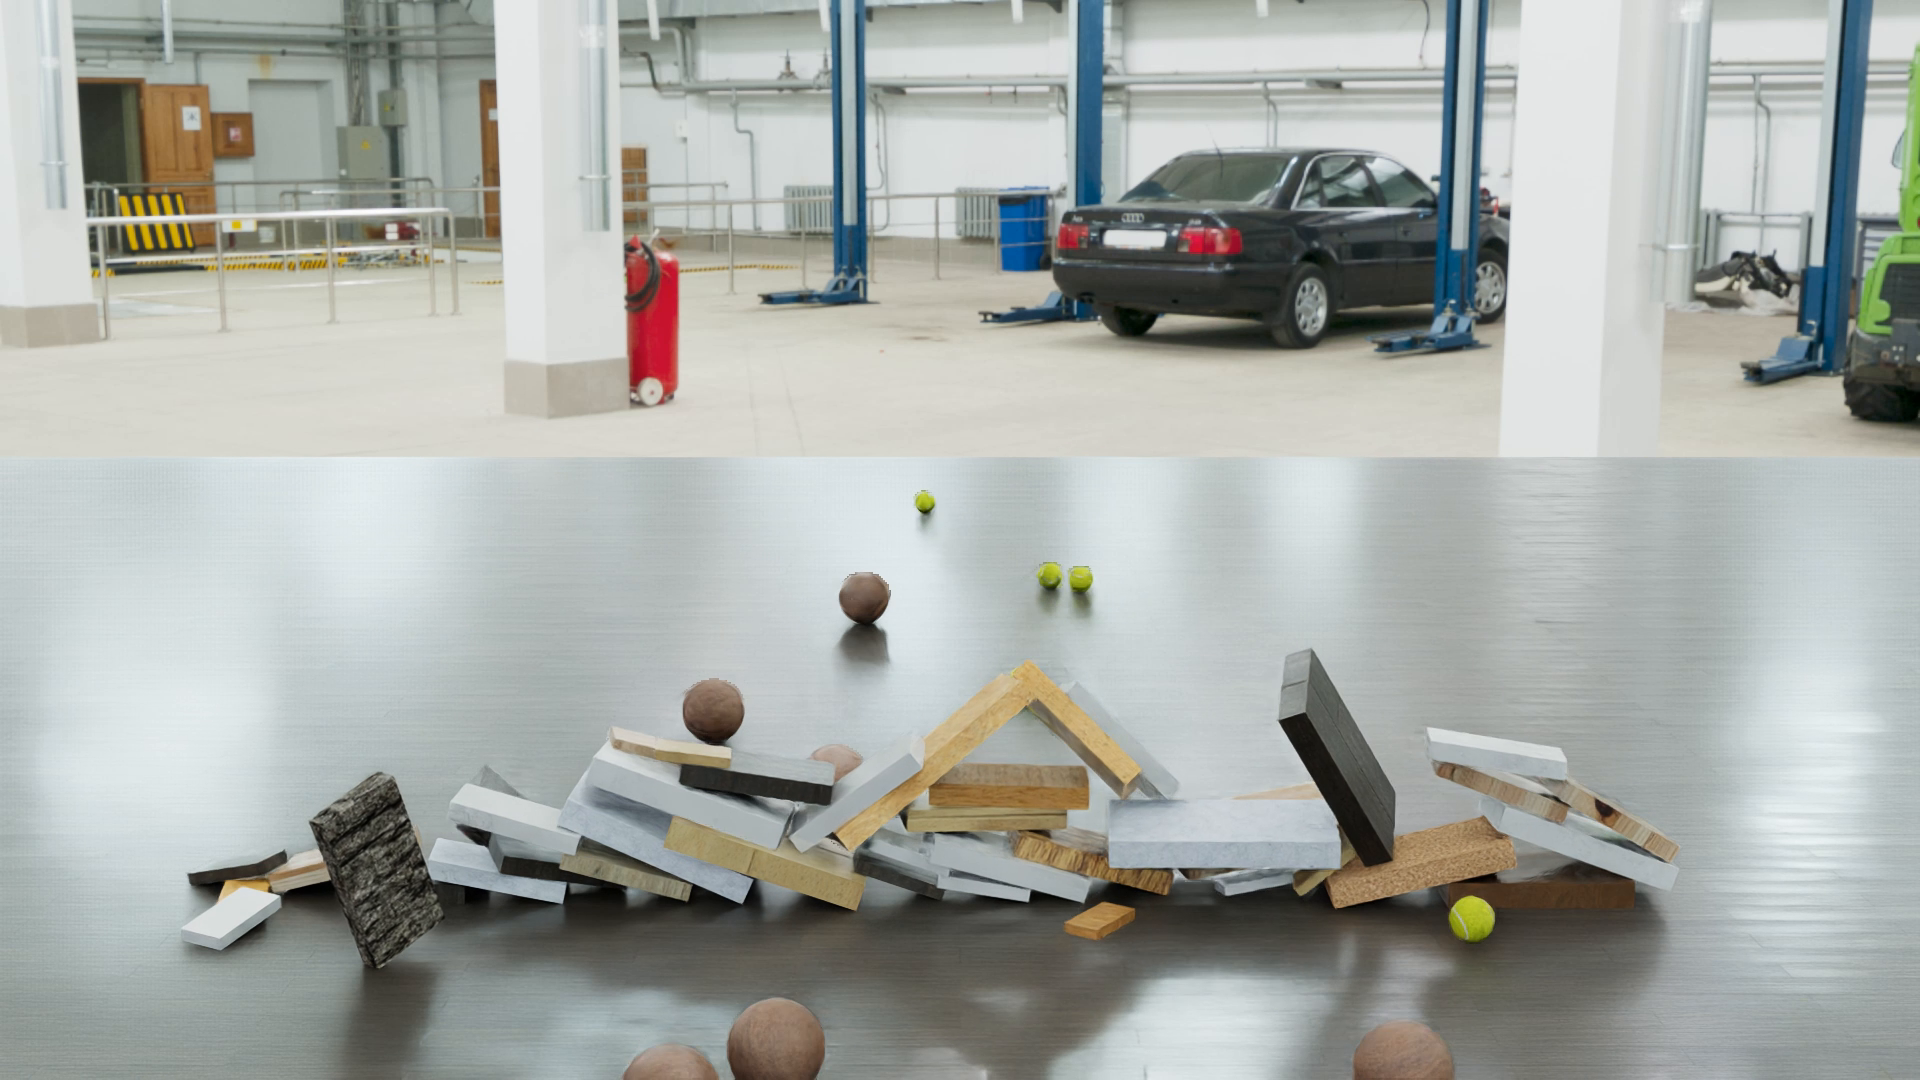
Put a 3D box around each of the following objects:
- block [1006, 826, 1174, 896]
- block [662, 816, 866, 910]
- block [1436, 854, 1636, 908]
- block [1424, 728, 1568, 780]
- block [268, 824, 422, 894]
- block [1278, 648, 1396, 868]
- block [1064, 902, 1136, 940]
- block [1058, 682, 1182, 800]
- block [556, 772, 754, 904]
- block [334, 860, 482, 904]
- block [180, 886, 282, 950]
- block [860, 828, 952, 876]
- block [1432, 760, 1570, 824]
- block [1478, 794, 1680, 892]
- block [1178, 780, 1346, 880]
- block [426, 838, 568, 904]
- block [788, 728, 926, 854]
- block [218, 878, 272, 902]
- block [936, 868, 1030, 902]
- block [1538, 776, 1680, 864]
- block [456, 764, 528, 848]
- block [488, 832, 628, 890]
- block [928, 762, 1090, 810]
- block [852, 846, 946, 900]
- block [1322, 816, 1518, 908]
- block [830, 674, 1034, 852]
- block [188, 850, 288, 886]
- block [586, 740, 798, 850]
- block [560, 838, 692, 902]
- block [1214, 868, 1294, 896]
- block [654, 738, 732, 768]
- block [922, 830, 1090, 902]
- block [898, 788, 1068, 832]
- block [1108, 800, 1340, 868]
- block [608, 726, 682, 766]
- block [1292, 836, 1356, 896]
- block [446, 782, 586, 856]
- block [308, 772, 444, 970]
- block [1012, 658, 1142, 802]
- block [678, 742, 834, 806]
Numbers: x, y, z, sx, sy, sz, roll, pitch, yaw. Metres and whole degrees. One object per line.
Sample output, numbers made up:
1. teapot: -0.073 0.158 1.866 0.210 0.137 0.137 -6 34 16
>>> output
1. block: 0.218 0.527 3.704 0.268 0.038 0.134 15 9 -7
2. block: -0.318 0.515 3.654 0.331 0.047 0.166 19 10 -3
3. block: 0.951 0.568 3.670 0.303 0.043 0.152 0 11 0
4. block: 0.884 0.353 3.635 0.221 0.031 0.110 9 8 8
5. block: -1.031 0.536 3.694 0.227 0.032 0.113 -14 8 9
6. block: 0.621 0.358 3.608 0.047 0.335 0.167 -20 28 25
7. block: 0.224 0.609 3.519 0.060 0.017 0.120 7 13 34
8. block: 0.263 0.344 3.764 0.035 0.249 0.125 -46 2 -11
9. block: -0.498 0.496 3.682 0.331 0.047 0.166 24 10 -3
10. block: -0.918 0.570 3.687 0.227 0.032 0.113 2 11 8
11. block: -1.155 0.599 3.488 0.074 0.021 0.148 9 21 19
12. block: -0.085 0.516 3.655 0.153 0.022 0.077 18 8 5
13. block: 0.900 0.407 3.673 0.221 0.031 0.110 21 8 6
14. block: 1.028 0.495 3.667 0.303 0.043 0.152 20 8 -1
15. block: 0.513 0.496 3.782 0.335 0.047 0.167 -9 21 -17
16. block: -0.766 0.550 3.657 0.227 0.032 0.113 12 9 -8
17. block: -0.170 0.416 3.657 0.249 0.035 0.125 -36 10 9
18. block: -1.175 0.590 3.609 0.074 0.021 0.148 -2 11 -11
19. block: 0.040 0.568 3.654 0.153 0.022 0.076 9 8 1
20. block: 1.074 0.453 3.639 0.221 0.031 0.110 29 7 -9
21. block: -0.809 0.491 3.872 0.135 0.038 0.280 43 3 -12
22. block: -0.670 0.536 3.675 0.217 0.031 0.108 12 10 -25
23. block: 0.082 0.413 3.702 0.266 0.038 0.133 2 10 0
24. block: -0.102 0.554 3.660 0.153 0.022 0.077 20 8 -8
25. block: 0.756 0.534 3.658 0.303 0.043 0.152 -14 10 3
26. block: -0.054 0.370 3.680 0.398 0.038 0.133 -39 10 -10
27. block: -1.219 0.553 3.713 0.148 0.021 0.074 -11 6 22
28. block: -0.443 0.417 3.668 0.331 0.047 0.166 20 10 1
29. block: -0.550 0.541 3.657 0.217 0.031 0.108 16 10 -6
30. block: 0.491 0.569 3.670 0.120 0.017 0.060 -9 3 -10
31. block: -0.439 0.352 3.624 0.122 0.017 0.061 8 11 -7
32. block: 0.076 0.532 3.667 0.268 0.038 0.134 16 8 -8
33. block: 0.036 0.451 3.698 0.268 0.038 0.134 0 10 -9
34. block: 0.436 0.488 3.659 0.375 0.047 0.167 0 17 4
35. block: -0.526 0.346 3.699 0.122 0.017 0.061 17 11 -19
36. block: 0.603 0.540 3.650 0.120 0.017 0.060 -39 8 8
37. block: -0.727 0.460 3.631 0.217 0.031 0.108 16 10 -2
38. block: -0.880 0.500 3.329 0.038 0.269 0.135 12 36 37
39. block: 0.197 0.321 3.711 0.266 0.038 0.133 44 -11 15
40. block: -0.336 0.389 3.661 0.249 0.035 0.125 9 11 -3
